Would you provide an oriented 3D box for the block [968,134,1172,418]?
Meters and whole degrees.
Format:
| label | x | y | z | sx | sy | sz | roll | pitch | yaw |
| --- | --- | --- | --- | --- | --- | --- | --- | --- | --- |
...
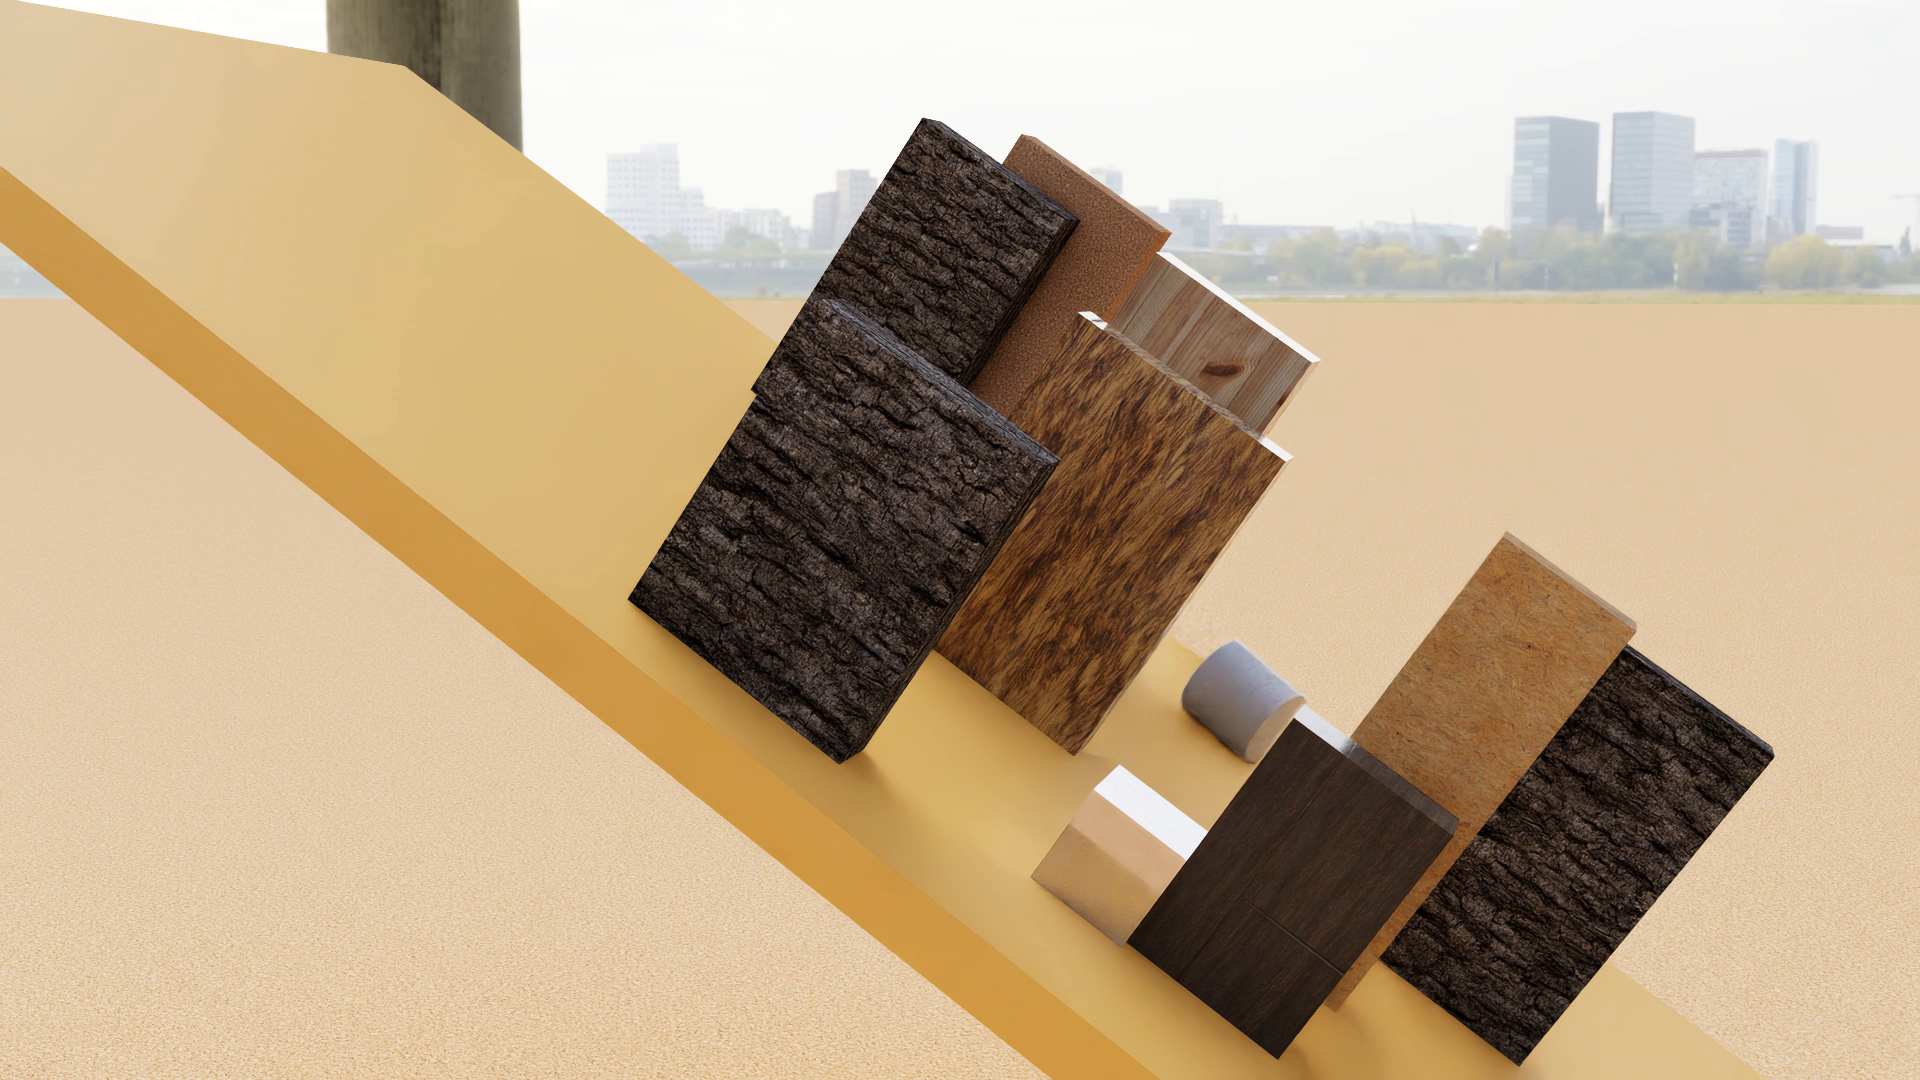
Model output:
| label | x | y | z | sx | sy | sz | roll | pitch | yaw |
| --- | --- | --- | --- | --- | --- | --- | --- | --- | --- |
| block | 0.084 | -0.450 | 4.742 | 0.365 | 0.758 | 0.115 | 37 | 16 | 10 |

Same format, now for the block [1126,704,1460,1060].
| label | x | y | z | sx | sy | sz | roll | pitch | yaw |
| --- | --- | --- | --- | --- | --- | --- | --- | --- | --- |
| block | 0.495 | 0.510 | 3.286 | 0.282 | 0.436 | 0.104 | 37 | 16 | 10 |

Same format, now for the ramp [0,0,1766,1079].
| label | x | y | z | sx | sy | sz | roll | pitch | yaw |
| --- | --- | --- | --- | --- | --- | --- | --- | --- | --- |
| ramp | -0.102 | 0.178 | 4.087 | 4.000 | 0.100 | 2.000 | 37 | 16 | 10 |

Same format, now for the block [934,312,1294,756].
| label | x | y | z | sx | sy | sz | roll | pitch | yaw |
| --- | --- | --- | --- | --- | --- | --- | --- | --- | --- |
| block | 0.217 | -0.010 | 3.893 | 0.441 | 0.647 | 0.092 | 37 | 16 | 10 |

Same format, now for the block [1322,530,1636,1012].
| label | x | y | z | sx | sy | sz | roll | pitch | yaw |
| --- | --- | --- | --- | --- | --- | --- | --- | --- | --- |
| block | 0.738 | 0.376 | 3.528 | 0.246 | 0.786 | 0.088 | 37 | 16 | 10 |

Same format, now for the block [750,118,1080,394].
| label | x | y | z | sx | sy | sz | roll | pitch | yaw |
| --- | --- | --- | --- | --- | --- | --- | --- | --- | --- |
| block | -0.098 | -0.493 | 4.637 | 0.369 | 0.686 | 0.131 | 37 | 16 | 10 |

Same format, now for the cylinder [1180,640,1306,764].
| label | x | y | z | sx | sy | sz | roll | pitch | yaw |
| --- | --- | --- | --- | --- | --- | --- | --- | --- | --- |
| cylinder | 0.578 | 0.331 | 4.490 | 0.179 | 0.179 | 0.179 | 42 | 29 | 27 |

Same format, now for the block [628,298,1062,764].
| label | x | y | z | sx | sy | sz | roll | pitch | yaw |
| --- | --- | --- | --- | --- | --- | --- | --- | --- | --- |
| block | -0.177 | -0.014 | 3.280 | 0.412 | 0.549 | 0.110 | 37 | 16 | 10 |

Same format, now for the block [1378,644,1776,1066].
| label | x | y | z | sx | sy | sz | roll | pitch | yaw |
| --- | --- | --- | --- | --- | --- | --- | --- | --- | --- |
| block | 1.057 | 0.544 | 3.833 | 0.320 | 0.703 | 0.085 | 37 | 16 | 10 |

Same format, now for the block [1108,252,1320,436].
| label | x | y | z | sx | sy | sz | roll | pitch | yaw |
| --- | --- | --- | --- | --- | --- | --- | --- | --- | --- |
| block | 0.331 | -0.145 | 4.323 | 0.365 | 0.759 | 0.123 | 37 | 16 | 10 |

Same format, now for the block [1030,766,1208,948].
| label | x | y | z | sx | sy | sz | roll | pitch | yaw |
| --- | --- | --- | --- | --- | --- | --- | --- | --- | --- |
| block | 0.245 | 0.481 | 3.364 | 0.172 | 0.172 | 0.172 | 37 | 15 | 10 |
